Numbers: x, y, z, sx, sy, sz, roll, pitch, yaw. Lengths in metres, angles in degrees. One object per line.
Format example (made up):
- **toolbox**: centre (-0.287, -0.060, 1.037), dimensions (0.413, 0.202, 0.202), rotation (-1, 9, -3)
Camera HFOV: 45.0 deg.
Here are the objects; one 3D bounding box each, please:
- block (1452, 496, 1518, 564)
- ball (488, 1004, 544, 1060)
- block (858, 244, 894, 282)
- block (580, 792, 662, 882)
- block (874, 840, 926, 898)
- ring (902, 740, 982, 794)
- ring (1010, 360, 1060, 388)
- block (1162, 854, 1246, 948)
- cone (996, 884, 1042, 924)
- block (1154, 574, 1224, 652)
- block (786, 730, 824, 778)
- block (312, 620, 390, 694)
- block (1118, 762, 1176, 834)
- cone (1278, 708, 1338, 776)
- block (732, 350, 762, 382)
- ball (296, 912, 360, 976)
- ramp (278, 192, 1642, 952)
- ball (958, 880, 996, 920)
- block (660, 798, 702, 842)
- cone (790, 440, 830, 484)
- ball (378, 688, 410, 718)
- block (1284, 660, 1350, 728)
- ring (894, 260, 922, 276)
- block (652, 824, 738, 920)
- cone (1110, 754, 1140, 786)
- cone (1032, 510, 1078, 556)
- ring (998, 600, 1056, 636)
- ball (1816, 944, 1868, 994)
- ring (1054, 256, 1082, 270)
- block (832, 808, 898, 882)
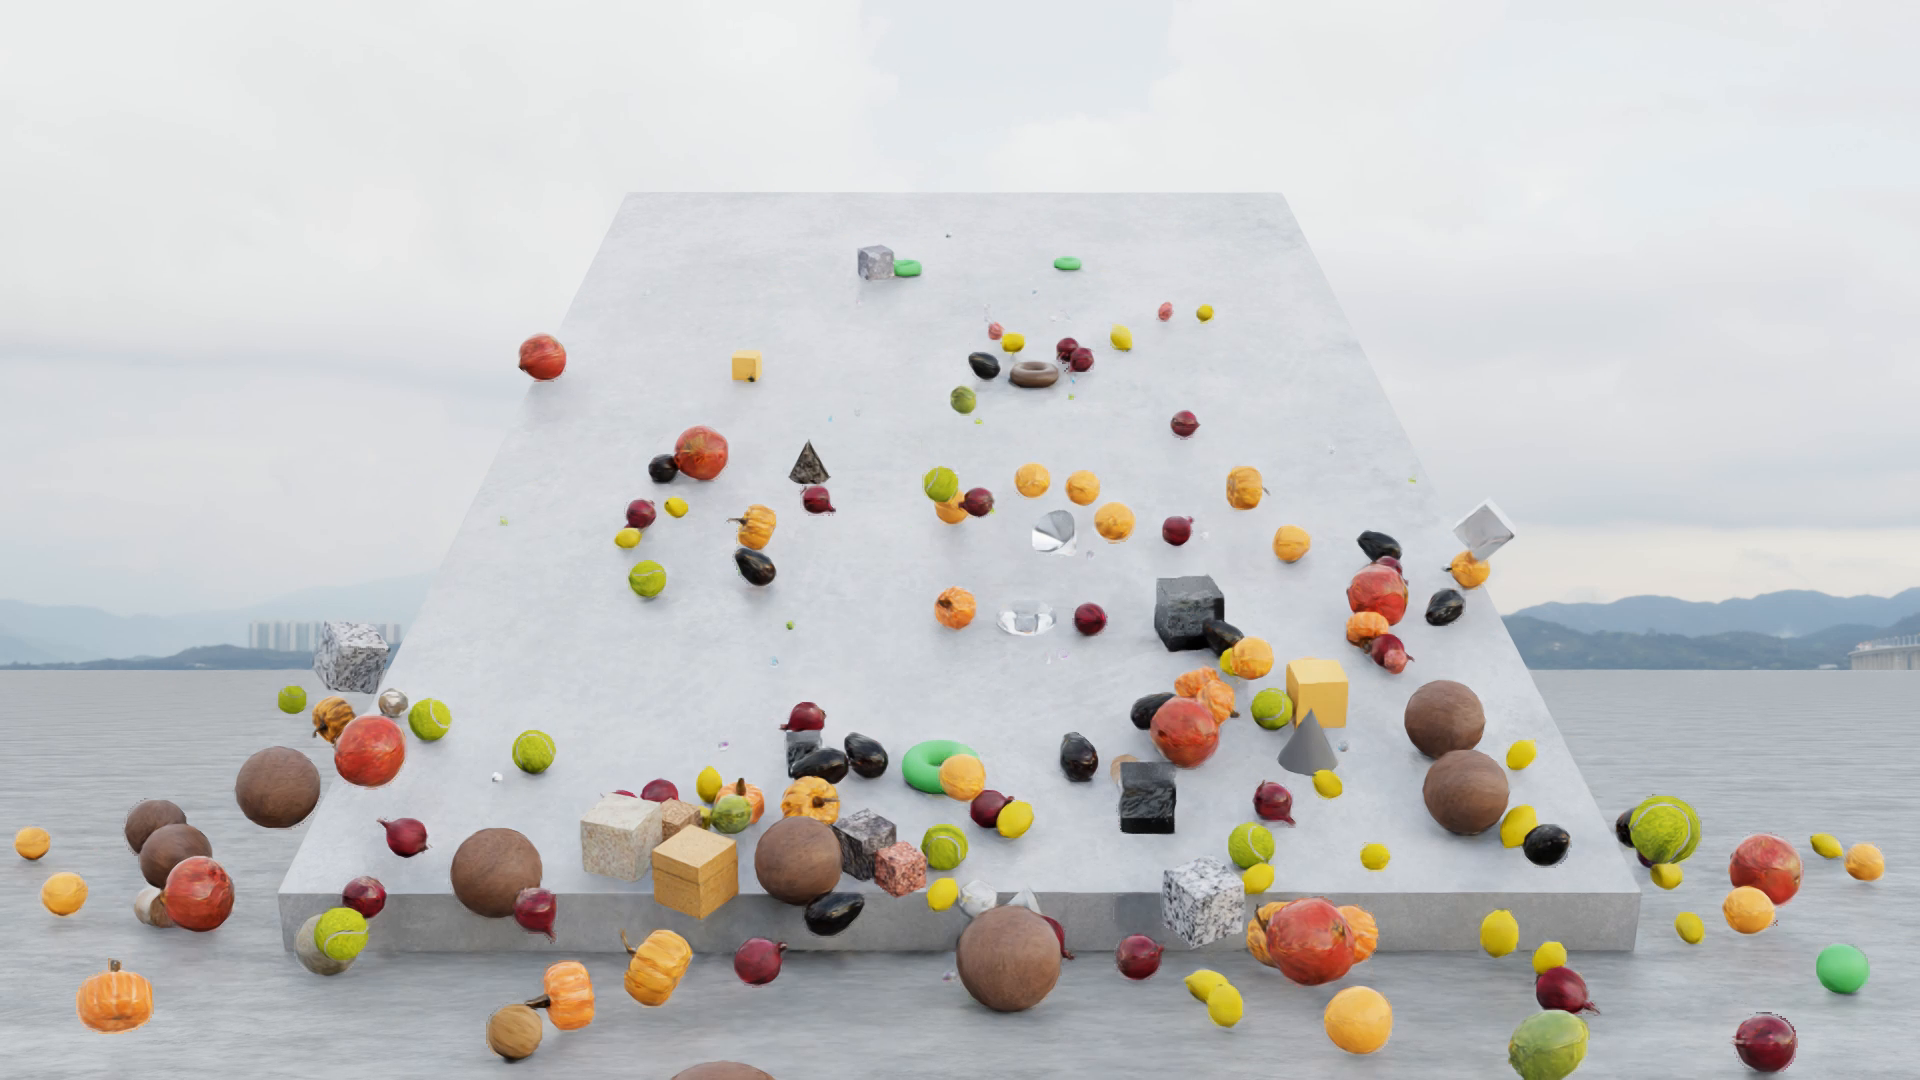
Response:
- **block**: centre (0.983, -0.019, 4.337), dimensions (0.081, 0.081, 0.081), rotation (-42, -3, 20)
- **ball**: centre (-0.479, 0.530, 2.495), dimensions (0.059, 0.059, 0.059), rotation (0, -3, 0)
- **block**: centre (-0.228, -0.747, 6.242), dimensions (0.074, 0.074, 0.074), rotation (-11, 26, -25)
- **block**: centre (-0.504, 0.443, 3.452), dimensions (0.088, 0.088, 0.088), rotation (9, 25, 19)
- **block**: centre (-0.088, 0.484, 3.401), dimensions (0.054, 0.054, 0.054), rotation (-16, 28, -33)
- **ring**: centre (-0.030, 0.362, 3.700), dimensions (0.128, 0.043, 0.128), rotation (2, 27, -1)
- **ring**: centre (0.175, -0.391, 5.459), dimensions (0.119, 0.040, 0.119), rotation (0, 22, 0)
- **block**: centre (0.347, 0.515, 3.302), dimensions (0.083, 0.083, 0.083), rotation (-14, 29, -27)
- **cone**: centre (0.078, 0.533, 3.326), dimensions (0.059, 0.059, 0.059), rotation (-21, -7, 11)
- **block**: centre (0.413, 0.131, 4.168), dimensions (0.099, 0.099, 0.099), rotation (-4, 24, -10)
- **block**: centre (-0.250, 0.344, 3.724), dimensions (0.055, 0.055, 0.055), rotation (-2, 23, -6)
- **block**: centre (-1.111, 0.214, 4.222), dimensions (0.093, 0.093, 0.093), rotation (8, 22, -39)
- **block**: centre (0.288, 0.398, 3.571), dimensions (0.080, 0.080, 0.080), rotation (0, 23, 0)
- **cone**: centre (0.565, 0.314, 3.745), dimensions (0.097, 0.097, 0.097), rotation (0, 23, 0)
- **block**: centre (-0.505, -0.414, 5.484), dimensions (0.058, 0.058, 0.058), rotation (4, 24, 9)
- **ball**: centre (-0.864, 0.552, 3.167), dimensions (0.086, 0.086, 0.086), rotation (0, -3, 0)
- **ramp**: centre (-0.007, -0.226, 5.250), dimensions (2.000, 0.100, 4.000), rotation (0, 23, 0)
- **ball**: centre (0.025, 0.517, 3.327), dimensions (0.056, 0.056, 0.056), rotation (0, -3, 0)
- **block**: centre (-0.432, 0.436, 3.505), dimensions (0.059, 0.059, 0.059), rotation (13, 27, 28)
- **cone**: centre (-0.319, -0.173, 4.889), dimensions (0.086, 0.086, 0.086), rotation (0, 23, 0)
- **ball**: centre (-0.951, 0.274, 3.890), dimensions (0.050, 0.050, 0.050), rotation (0, -3, 0)
- **block**: centre (0.599, 0.259, 3.890), dimensions (0.085, 0.085, 0.085), rotation (-2, 23, -5)
- **ring**: centre (-0.148, -0.737, 6.274), dimensions (0.094, 0.031, 0.094), rotation (-1, 23, 1)
- **block**: centre (-0.384, 0.482, 3.363), dimensions (0.087, 0.087, 0.087), rotation (15, 28, 30)
- **cone**: centre (0.261, 0.369, 3.709), dimensions (0.053, 0.053, 0.053), rotation (0, -4, -8)
- **cone**: centre (0.202, 0.008, 4.427), dimensions (0.095, 0.095, 0.095), rotation (-2, -32, 36)
- **ring**: centre (0.121, 0.142, 4.223), dimensions (0.109, 0.036, 0.109), rotation (0, 22, 0)
- **ball**: centre (1.138, 0.554, 2.989), dimensions (0.063, 0.063, 0.063), rotation (0, -3, 0)
- **ring**: centre (0.295, -0.756, 6.326), dimensions (0.077, 0.026, 0.077), rotation (1, 23, 0)
- **block**: centre (-0.142, 0.455, 3.450), dimensions (0.069, 0.069, 0.069), rotation (-20, 31, -39)
